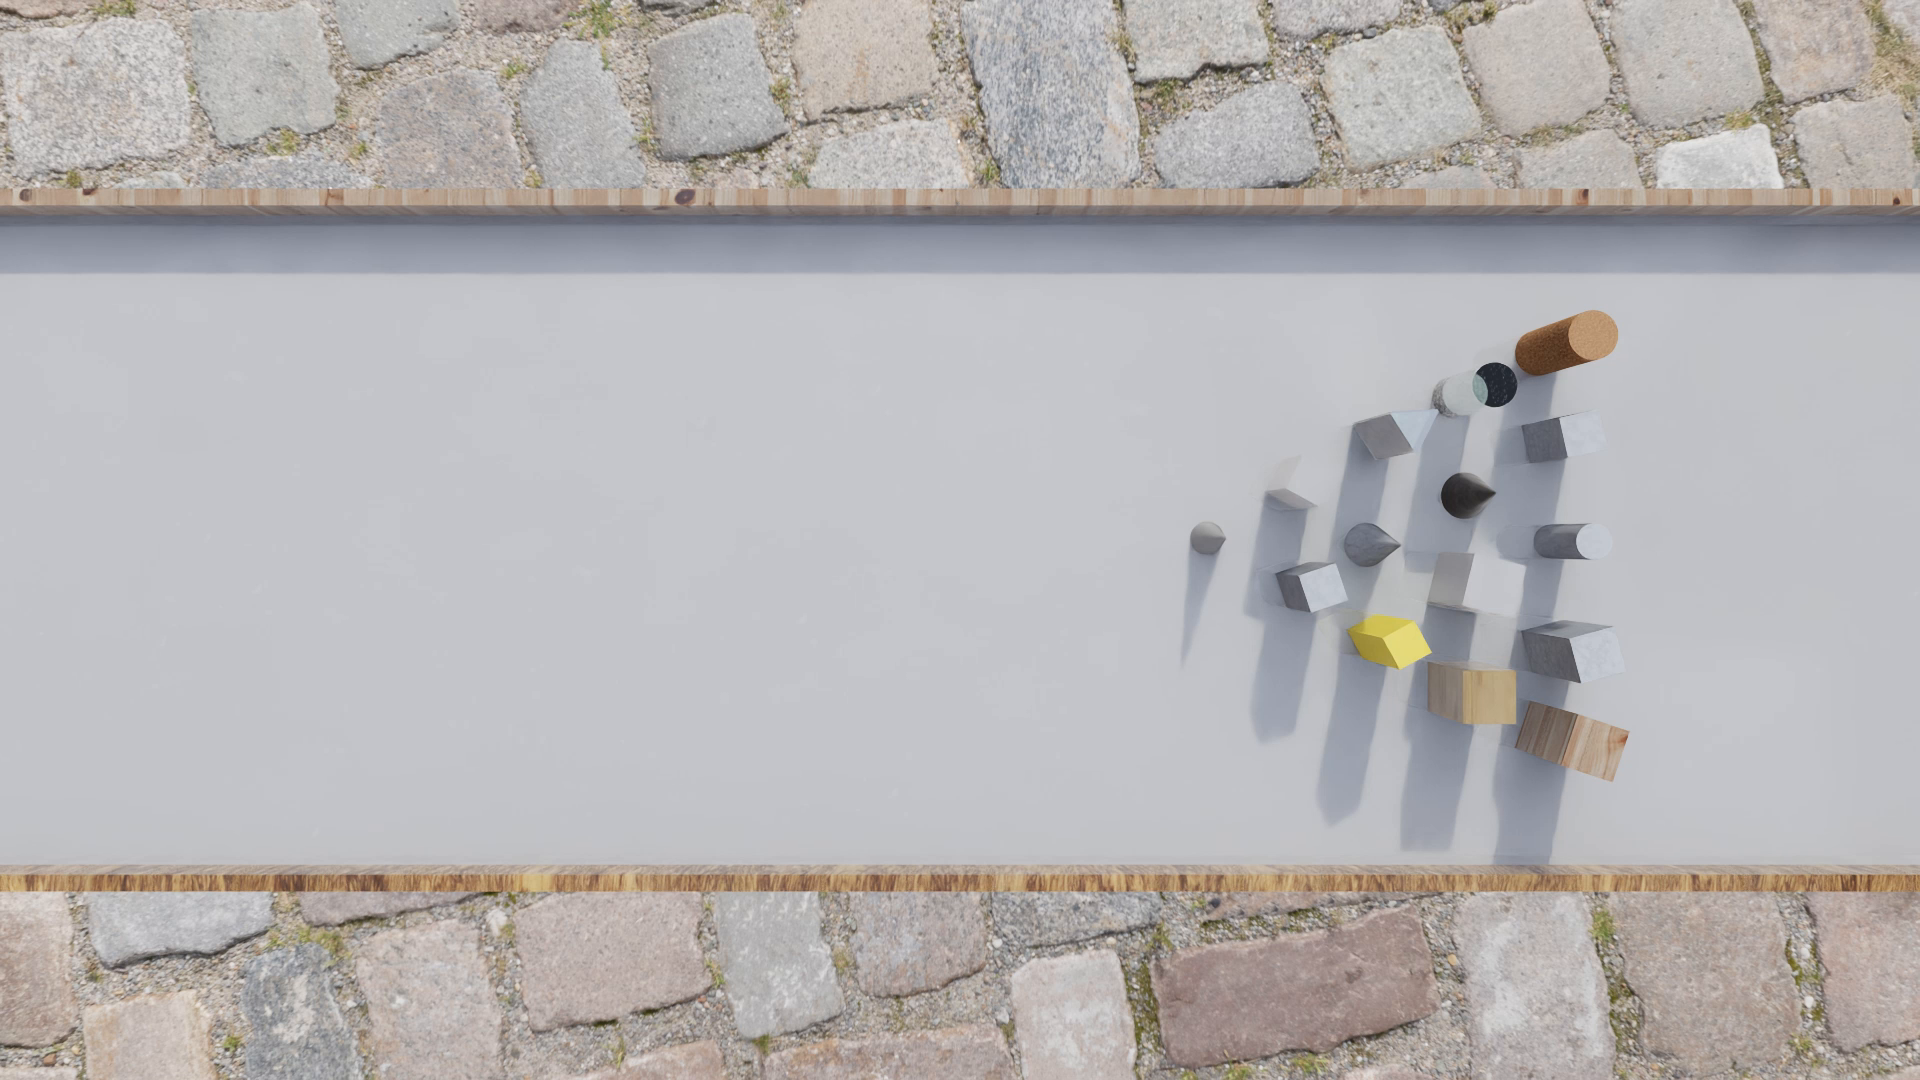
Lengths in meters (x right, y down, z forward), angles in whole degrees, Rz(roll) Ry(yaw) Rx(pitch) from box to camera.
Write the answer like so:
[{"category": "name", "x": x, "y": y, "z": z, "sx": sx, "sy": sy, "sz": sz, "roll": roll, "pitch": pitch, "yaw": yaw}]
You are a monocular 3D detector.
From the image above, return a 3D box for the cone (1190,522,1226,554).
[{"category": "cone", "x": 0.760, "y": -0.006, "z": 4.890, "sx": 0.103, "sy": 0.373, "sz": 0.103, "roll": 0, "pitch": 90, "yaw": 0}]

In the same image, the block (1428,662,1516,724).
[{"category": "block", "x": 1.516, "y": 0.450, "z": 4.899, "sx": 0.153, "sy": 0.355, "sz": 0.153, "roll": 0, "pitch": 90, "yaw": 0}]

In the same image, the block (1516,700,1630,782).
[{"category": "block", "x": 1.805, "y": 0.592, "z": 4.880, "sx": 0.154, "sy": 0.393, "sz": 0.154, "roll": 18, "pitch": 90, "yaw": 0}]

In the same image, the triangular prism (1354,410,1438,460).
[{"category": "triangular prism", "x": 1.295, "y": -0.333, "z": 4.855, "sx": 0.116, "sy": 0.444, "sz": 0.134, "roll": -33, "pitch": 90, "yaw": 0}]

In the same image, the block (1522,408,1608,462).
[{"category": "block", "x": 1.798, "y": -0.308, "z": 4.916, "sx": 0.118, "sy": 0.321, "sz": 0.118, "roll": -13, "pitch": 90, "yaw": 0}]

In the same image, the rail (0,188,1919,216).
[{"category": "rail", "x": -2.247, "y": -1.025, "z": 5.002, "sx": 12.000, "sy": 0.150, "sz": 0.050, "roll": 0, "pitch": 90, "yaw": 0}]

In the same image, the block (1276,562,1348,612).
[{"category": "block", "x": 1.041, "y": 0.137, "z": 4.900, "sx": 0.112, "sy": 0.353, "sz": 0.112, "roll": -19, "pitch": 90, "yaw": 0}]

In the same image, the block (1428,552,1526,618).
[{"category": "block", "x": 1.531, "y": 0.131, "z": 4.901, "sx": 0.153, "sy": 0.352, "sz": 0.153, "roll": 14, "pitch": 90, "yaw": 0}]

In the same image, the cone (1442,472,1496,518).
[{"category": "cone", "x": 1.552, "y": -0.137, "z": 4.924, "sx": 0.144, "sy": 0.306, "sz": 0.144, "roll": 0, "pitch": 90, "yaw": 0}]

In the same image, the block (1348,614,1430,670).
[{"category": "block", "x": 1.260, "y": 0.296, "z": 4.862, "sx": 0.102, "sy": 0.430, "sz": 0.102, "roll": -29, "pitch": 90, "yaw": 0}]

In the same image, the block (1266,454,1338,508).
[{"category": "block", "x": 1.016, "y": -0.172, "z": 4.921, "sx": 0.113, "sy": 0.312, "sz": 0.113, "roll": 29, "pitch": 90, "yaw": 0}]

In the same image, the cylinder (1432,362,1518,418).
[{"category": "cylinder", "x": 1.517, "y": -0.440, "z": 4.877, "sx": 0.128, "sy": 0.398, "sz": 0.128, "roll": 0, "pitch": 90, "yaw": 0}]

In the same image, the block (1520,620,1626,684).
[{"category": "block", "x": 1.807, "y": 0.326, "z": 4.875, "sx": 0.132, "sy": 0.403, "sz": 0.132, "roll": -15, "pitch": 90, "yaw": 0}]

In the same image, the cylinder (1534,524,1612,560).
[{"category": "cylinder", "x": 1.818, "y": 0.004, "z": 4.901, "sx": 0.105, "sy": 0.352, "sz": 0.105, "roll": 0, "pitch": 90, "yaw": 0}]

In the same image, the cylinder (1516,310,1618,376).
[{"category": "cylinder", "x": 1.779, "y": -0.576, "z": 4.854, "sx": 0.140, "sy": 0.446, "sz": 0.140, "roll": 0, "pitch": 90, "yaw": 0}]

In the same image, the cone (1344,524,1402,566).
[{"category": "cone", "x": 1.250, "y": 0.015, "z": 4.872, "sx": 0.136, "sy": 0.409, "sz": 0.136, "roll": 0, "pitch": 90, "yaw": 0}]

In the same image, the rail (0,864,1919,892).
[{"category": "rail", "x": -2.247, "y": 1.025, "z": 5.001, "sx": 12.000, "sy": 0.150, "sz": 0.050, "roll": 0, "pitch": 90, "yaw": 0}]
